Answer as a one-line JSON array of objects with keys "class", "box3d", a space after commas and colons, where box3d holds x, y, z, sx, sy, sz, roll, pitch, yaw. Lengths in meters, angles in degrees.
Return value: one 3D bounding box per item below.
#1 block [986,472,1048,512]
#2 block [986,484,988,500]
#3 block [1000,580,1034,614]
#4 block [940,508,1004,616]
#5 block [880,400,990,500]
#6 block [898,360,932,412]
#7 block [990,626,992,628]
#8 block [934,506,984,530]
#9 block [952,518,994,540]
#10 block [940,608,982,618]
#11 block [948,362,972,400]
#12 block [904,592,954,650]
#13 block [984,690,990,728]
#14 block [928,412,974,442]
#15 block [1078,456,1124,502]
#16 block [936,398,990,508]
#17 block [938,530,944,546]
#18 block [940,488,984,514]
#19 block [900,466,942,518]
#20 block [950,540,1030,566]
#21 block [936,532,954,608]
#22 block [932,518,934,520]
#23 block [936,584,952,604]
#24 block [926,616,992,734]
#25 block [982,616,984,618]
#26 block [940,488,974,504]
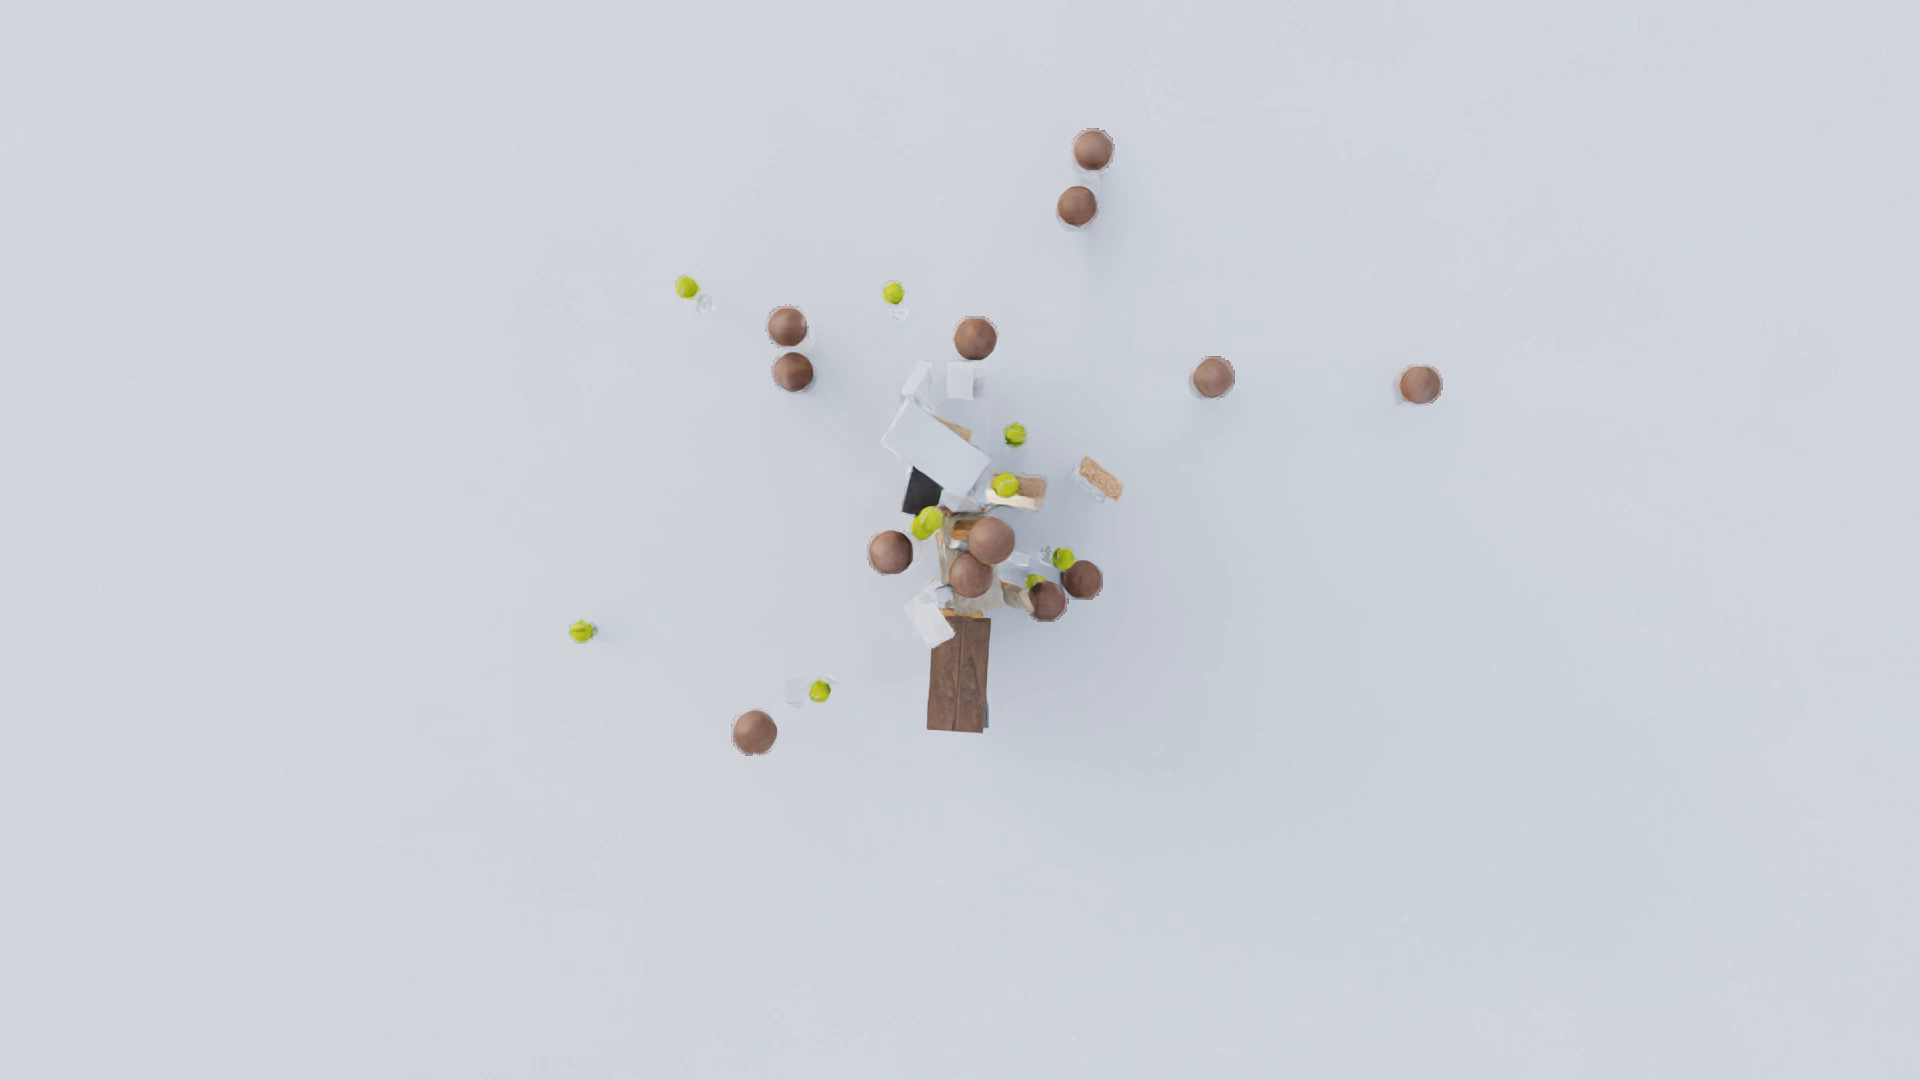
[{"class": "block", "box3d": [0.185, -0.160, 5.413, 0.213, 0.030, 0.107, 10, 81, 41]}, {"class": "block", "box3d": [0.001, -0.138, 4.979, 0.157, 0.313, 0.044, 0, 89, -1]}, {"class": "block", "box3d": [0.170, 0.176, 5.125, 0.022, 0.156, 0.078, -35, 113, -17]}, {"class": "block", "box3d": [0.035, 0.064, 4.820, 0.144, 0.041, 0.289, -10, 94, -3]}, {"class": "block", "box3d": [-0.067, -0.241, 4.443, 0.274, 0.039, 0.137, 35, 88, -15]}, {"class": "block", "box3d": [-0.129, -0.394, 4.641, 0.039, 0.274, 0.137, 10, 116, 6]}, {"class": "block", "box3d": [0.003, 0.277, 5.012, 0.167, 0.334, 0.047, 10, 85, 0]}, {"class": "block", "box3d": [-0.002, -0.191, 5.159, 0.159, 0.045, 0.318, 1, 90, -1]}, {"class": "block", "box3d": [0.039, -0.030, 4.676, 0.107, 0.222, 0.030, -2, 98, 3]}, {"class": "block", "box3d": [0.003, 0.358, 5.200, 0.140, 0.040, 0.280, -1, 90, 0]}, {"class": "block", "box3d": [0.000, -0.475, 5.163, 0.079, 0.022, 0.158, 0, 90, 0]}, {"class": "block", "box3d": [-0.087, 0.226, 4.674, 0.078, 0.022, 0.156, -28, 62, -11]}, {"class": "block", "box3d": [0.001, 0.512, 5.014, 0.167, 0.334, 0.047, -1, 96, 0]}, {"class": "block", "box3d": [-0.047, -0.297, 4.615, 0.137, 0.274, 0.039, 22, 85, -4]}, {"class": "block", "box3d": [0.452, -0.197, 5.278, 0.156, 0.078, 0.022, 37, 126, -12]}, {"class": "block", "box3d": [0.003, -0.252, 4.800, 0.157, 0.044, 0.313, 2, 90, -1]}, {"class": "block", "box3d": [0.012, -0.026, 4.984, 0.144, 0.289, 0.041, -11, 86, -4]}, {"class": "block", "box3d": [-0.028, -0.146, 4.642, 0.094, 0.215, 0.027, -4, 57, 32]}, {"class": "block", "box3d": [-0.094, -0.158, 4.512, 0.094, 0.027, 0.187, 12, 106, -12]}, {"class": "block", "box3d": [0.086, 0.034, 4.743, 0.213, 0.107, 0.030, 14, 86, -12]}, {"class": "block", "box3d": [-0.003, 0.087, 5.242, 0.121, 0.034, 0.241, -8, 90, 0]}, {"class": "block", "box3d": [-0.009, -0.091, 5.340, 0.159, 0.318, 0.045, -4, 90, -1]}, {"class": "block", "box3d": [-0.001, 0.151, 5.035, 0.144, 0.376, 0.041, -14, 90, -1]}, {"class": "block", "box3d": [-0.004, 0.390, 4.816, 0.167, 0.047, 0.334, 4, 88, 0]}, {"class": "block", "box3d": [0.004, 0.268, 5.360, 0.140, 0.280, 0.040, -1, 90, 0]}, {"class": "block", "box3d": [-0.013, -0.156, 4.683, 0.094, 0.187, 0.027, 10, 59, 10]}]
